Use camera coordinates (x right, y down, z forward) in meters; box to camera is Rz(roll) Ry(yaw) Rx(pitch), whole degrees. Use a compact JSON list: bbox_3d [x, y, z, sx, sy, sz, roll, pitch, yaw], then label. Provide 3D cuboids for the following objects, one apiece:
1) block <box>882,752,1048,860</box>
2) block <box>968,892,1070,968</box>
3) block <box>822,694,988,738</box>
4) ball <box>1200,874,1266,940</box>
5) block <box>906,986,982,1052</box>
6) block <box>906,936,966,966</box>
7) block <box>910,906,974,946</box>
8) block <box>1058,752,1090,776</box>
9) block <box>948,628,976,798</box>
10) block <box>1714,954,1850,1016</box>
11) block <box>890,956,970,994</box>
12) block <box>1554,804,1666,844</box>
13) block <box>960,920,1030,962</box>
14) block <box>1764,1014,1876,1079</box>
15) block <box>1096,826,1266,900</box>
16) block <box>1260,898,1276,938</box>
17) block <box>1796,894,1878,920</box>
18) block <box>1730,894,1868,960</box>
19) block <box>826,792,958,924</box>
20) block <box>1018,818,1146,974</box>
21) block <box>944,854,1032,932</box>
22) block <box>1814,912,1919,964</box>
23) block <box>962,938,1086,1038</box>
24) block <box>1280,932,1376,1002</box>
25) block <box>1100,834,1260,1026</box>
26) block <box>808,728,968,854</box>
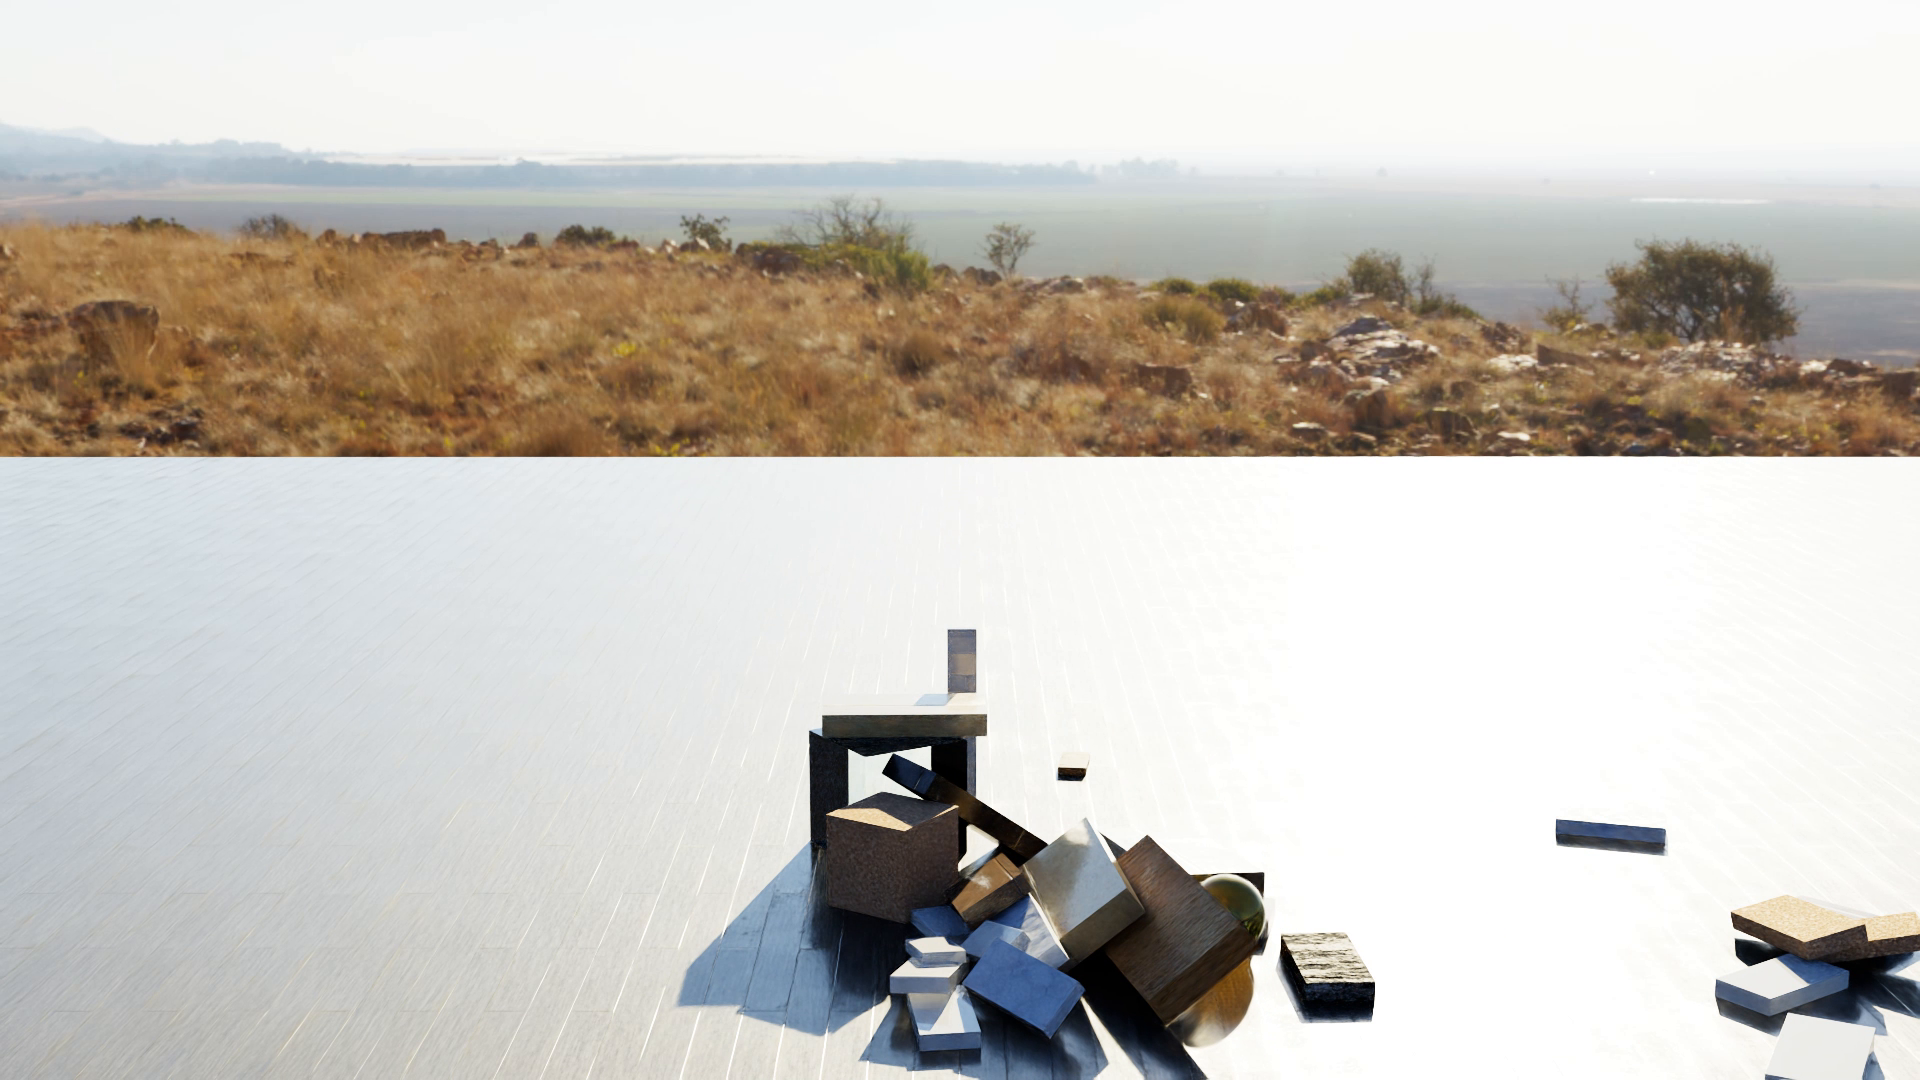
[{"bbox_3d":[0.015,0.465,3.779,0.294,0.041,0.145,36,-10,-32],"label":"block"},{"bbox_3d":[0.086,0.611,3.301,0.114,0.032,0.229,-37,14,-1],"label":"block"},{"bbox_3d":[-0.099,0.313,3.930,0.290,0.041,0.145,0,11,-1],"label":"block"},{"bbox_3d":[0.411,0.578,3.396,0.122,0.122,0.122,0,11,0],"label":"ball"},{"bbox_3d":[-0.024,0.678,3.126,0.085,0.024,0.171,-1,11,-7],"label":"block"},{"bbox_3d":[-0.038,0.619,3.314,0.065,0.018,0.130,-1,-1,-13],"label":"block"},{"bbox_3d":[-0.027,0.614,3.491,0.065,0.018,0.130,-4,11,-21],"label":"block"},{"bbox_3d":[0.228,0.447,4.398,0.056,0.016,0.112,1,11,7],"label":"block"},{"bbox_3d":[0.004,0.328,4.172,0.056,0.330,0.016,0,11,0],"label":"block"},{"bbox_3d":[1.214,0.655,3.248,0.188,0.027,0.094,-7,13,-34],"label":"block"},{"bbox_3d":[-0.043,0.639,3.236,0.085,0.024,0.171,-1,-1,10],"label":"block"},{"bbox_3d":[1.184,0.515,4.000,0.192,0.027,0.096,3,11,17],"label":"block"},{"bbox_3d":[0.050,0.607,3.296,0.065,0.018,0.131,-42,15,-20],"label":"block"},{"bbox_3d":[1.161,0.704,2.967,0.114,0.032,0.229,5,12,27],"label":"block"},{"bbox_3d":[0.362,0.542,3.680,0.175,0.049,0.349,0,5,-14],"label":"block"},{"bbox_3d":[0.377,0.598,3.546,0.251,0.029,0.103,3,11,14],"label":"block"},{"bbox_3d":[1.400,0.610,3.488,0.094,0.027,0.188,-10,14,-42],"label":"block"},{"bbox_3d":[1.293,0.596,3.394,0.103,0.029,0.205,-14,6,-11],"label":"block"},{"bbox_3d":[-0.110,0.520,3.621,0.155,0.155,0.155,7,13,33],"label":"block"},{"bbox_3d":[0.173,0.558,3.447,0.175,0.049,0.349,-38,12,1],"label":"block"},{"bbox_3d":[0.043,0.557,3.493,0.114,0.032,0.229,-33,3,-6],"label":"block"},{"bbox_3d":[1.375,0.611,3.367,0.188,0.027,0.094,-11,8,14],"label":"block"},{"bbox_3d":[0.090,0.640,3.148,0.171,0.024,0.085,20,63,46],"label":"block"},{"bbox_3d":[0.552,0.641,3.313,0.103,0.029,0.205,0,11,-2],"label":"block"},{"bbox_3d":[0.297,0.581,3.323,0.175,0.049,0.415,-39,17,-5],"label":"block"},{"bbox_3d":[-0.128,0.444,3.894,0.204,0.204,0.204,-6,12,-31],"label":"block"}]
